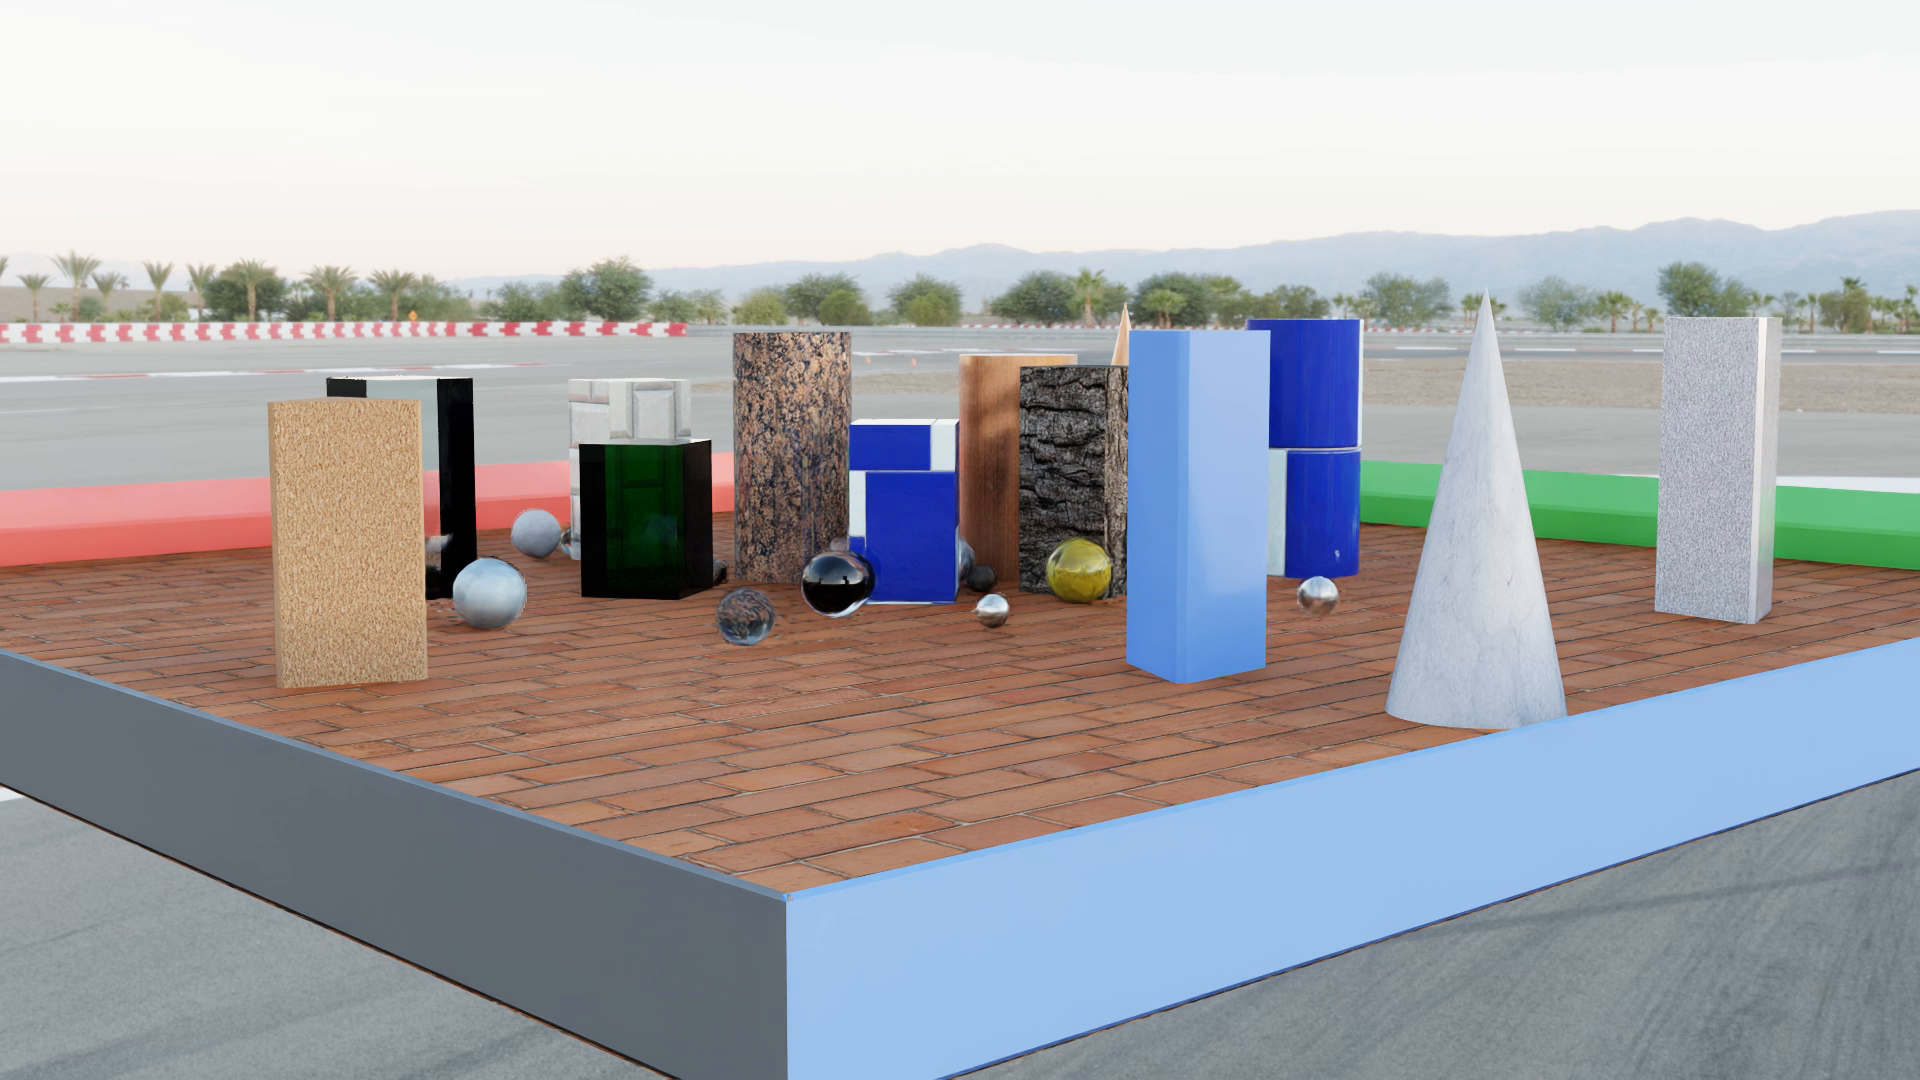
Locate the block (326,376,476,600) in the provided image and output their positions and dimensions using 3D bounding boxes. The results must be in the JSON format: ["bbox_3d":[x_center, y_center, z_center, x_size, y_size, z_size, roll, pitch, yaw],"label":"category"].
[{"bbox_3d":[-0.873,-0.083,3.445,0.160,0.341,0.160,5,8,42],"label":"block"}]

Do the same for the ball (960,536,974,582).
[{"bbox_3d":[-0.017,0.031,3.600,0.081,0.081,0.081,0,6,0],"label":"ball"}]

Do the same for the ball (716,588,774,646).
[{"bbox_3d":[-0.286,0.103,2.934,0.077,0.077,0.077,0,6,0],"label":"ball"}]

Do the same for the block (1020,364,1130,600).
[{"bbox_3d":[0.206,-0.097,3.495,0.160,0.358,0.160,4,7,36],"label":"block"}]

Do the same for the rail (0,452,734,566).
[{"bbox_3d":[-1.014,-0.080,4.425,3.058,0.130,0.045,-5,8,-42],"label":"rail"}]

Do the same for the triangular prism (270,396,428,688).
[{"bbox_3d":[-0.757,-0.003,2.691,0.173,0.338,0.150,-3,6,-23],"label":"triangular prism"}]

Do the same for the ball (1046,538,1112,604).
[{"bbox_3d":[0.182,0.047,3.359,0.099,0.099,0.099,0,6,0],"label":"ball"}]

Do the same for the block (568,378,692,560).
[{"bbox_3d":[-0.590,-0.125,3.934,0.160,0.323,0.160,-4,7,-36],"label":"block"}]

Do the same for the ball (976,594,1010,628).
[{"bbox_3d":[0.046,0.100,3.102,0.048,0.048,0.048,0,6,0],"label":"ball"}]

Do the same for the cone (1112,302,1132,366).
[{"bbox_3d":[0.299,-0.202,3.995,0.200,0.463,0.200,0,6,0],"label":"cone"}]

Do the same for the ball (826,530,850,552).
[{"bbox_3d":[-0.172,0.030,3.560,0.091,0.091,0.091,0,6,0],"label":"ball"}]

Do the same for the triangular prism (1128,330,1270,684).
[{"bbox_3d":[0.269,-0.049,2.727,0.150,0.421,0.173,5,8,43],"label":"triangular prism"}]

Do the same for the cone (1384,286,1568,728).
[{"bbox_3d":[0.575,-0.044,2.427,0.200,0.474,0.200,0,6,0],"label":"cone"}]

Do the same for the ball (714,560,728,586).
[{"bbox_3d":[-0.398,0.054,3.572,0.042,0.042,0.042,0,6,0],"label":"ball"}]

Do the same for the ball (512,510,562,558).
[{"bbox_3d":[-0.766,-0.011,3.977,0.088,0.088,0.088,0,6,0],"label":"ball"}]

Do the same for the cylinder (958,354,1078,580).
[{"bbox_3d":[0.098,-0.127,3.720,0.200,0.372,0.200,0,6,0],"label":"cylinder"}]

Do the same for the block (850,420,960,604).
[{"bbox_3d":[-0.084,-0.047,3.420,0.160,0.274,0.160,0,6,3],"label":"block"}]

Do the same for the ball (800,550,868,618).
[{"bbox_3d":[-0.183,0.064,3.205,0.098,0.098,0.098,0,6,0],"label":"ball"}]

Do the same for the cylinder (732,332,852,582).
[{"bbox_3d":[-0.281,-0.144,3.693,0.200,0.410,0.200,0,6,0],"label":"cylinder"}]

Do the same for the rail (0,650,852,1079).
[{"bbox_3d":[-1.106,0.139,2.316,0.045,0.130,3.039,-5,8,-42],"label":"rail"}]

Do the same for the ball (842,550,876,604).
[{"bbox_3d":[-0.169,0.059,3.312,0.086,0.086,0.086,0,6,0],"label":"ball"}]

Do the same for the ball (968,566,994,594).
[{"bbox_3d":[0.033,0.062,3.482,0.044,0.044,0.044,0,6,0],"label":"ball"}]

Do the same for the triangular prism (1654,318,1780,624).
[{"bbox_3d":[1.147,-0.108,3.229,0.150,0.435,0.173,-4,7,-33],"label":"triangular prism"}]

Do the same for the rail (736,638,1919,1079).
[{"bbox_3d":[1.014,0.148,2.238,3.058,0.130,0.045,-5,8,-42],"label":"rail"}]

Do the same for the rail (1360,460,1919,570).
[{"bbox_3d":[1.106,-0.072,4.347,0.045,0.130,3.039,-5,8,-42],"label":"rail"}]

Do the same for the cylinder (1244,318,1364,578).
[{"bbox_3d":[0.584,-0.161,3.755,0.200,0.431,0.200,0,6,0],"label":"cylinder"}]

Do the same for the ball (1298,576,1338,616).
[{"bbox_3d":[0.526,0.082,3.225,0.057,0.057,0.057,0,6,0],"label":"ball"}]

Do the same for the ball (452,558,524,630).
[{"bbox_3d":[-0.662,0.075,3.088,0.100,0.100,0.100,0,6,0],"label":"ball"}]

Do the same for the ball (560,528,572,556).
[{"bbox_3d":[-0.704,0.003,4.012,0.052,0.052,0.052,0,6,0],"label":"ball"}]

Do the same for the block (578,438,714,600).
[{"bbox_3d":[-0.495,-0.036,3.481,0.160,0.240,0.160,1,6,13],"label":"block"}]
